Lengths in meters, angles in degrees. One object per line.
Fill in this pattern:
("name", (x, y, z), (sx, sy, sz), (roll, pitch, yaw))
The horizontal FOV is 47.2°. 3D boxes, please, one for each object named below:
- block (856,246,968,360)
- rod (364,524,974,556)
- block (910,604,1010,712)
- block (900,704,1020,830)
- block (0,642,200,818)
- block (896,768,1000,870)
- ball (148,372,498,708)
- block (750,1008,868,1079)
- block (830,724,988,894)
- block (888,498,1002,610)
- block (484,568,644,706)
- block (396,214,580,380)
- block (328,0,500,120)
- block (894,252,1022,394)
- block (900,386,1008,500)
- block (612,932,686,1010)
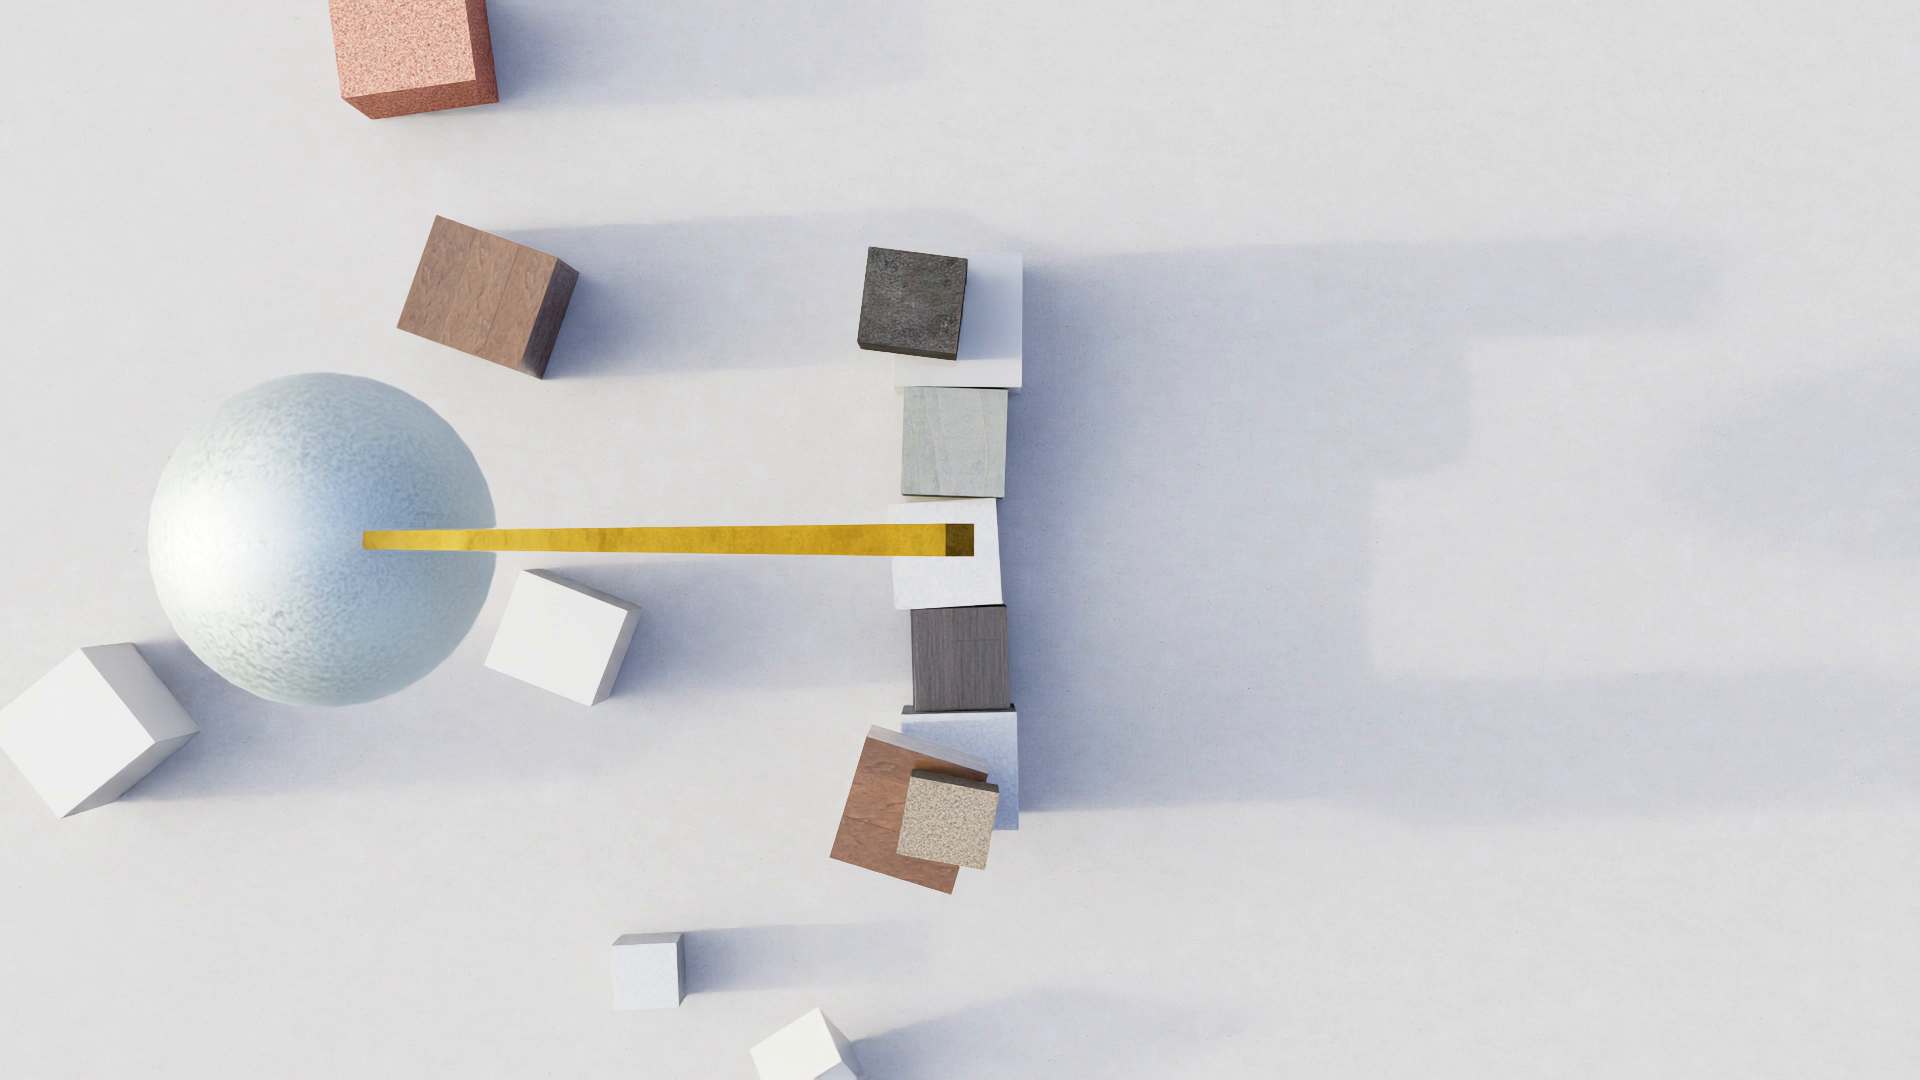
("block", (-0.257, -1.295, 12.106), (0.540, 0.473, 0.519), (7, 90, 0))
("rod", (-1.305, 0.000, 7.521), (0.080, 5.200, 0.080), (0, 90, -30))
("block", (0.001, 0.676, 12.734), (0.548, 0.532, 0.578), (-2, 90, 0))
("block", (0.000, 1.300, 12.653), (0.649, 0.695, 0.658), (-1, 90, 0))
("block", (-4.964, 1.079, 12.628), (0.685, 0.743, 0.676), (-39, 90, 0))
("block", (-0.062, 1.437, 11.341), (0.458, 0.394, 0.398), (11, 90, 0))
("ball", (-3.012, 0.000, 10.461), (1.600, 1.600, 1.600), (0, 90, 0))
("block", (-0.853, 3.075, 12.692), (0.465, 0.412, 0.459), (-32, 134, 0))
("block", (-0.268, 1.447, 11.922), (0.670, 0.768, 0.664), (17, 90, 0))
("block", (-0.083, 0.079, 12.725), (0.608, 0.551, 0.599), (-4, 90, 0))
("block", (-2.275, 0.553, 12.689), (0.643, 0.622, 0.578), (21, 90, 0))
("block", (-2.700, -1.382, 12.645), (0.721, 0.710, 0.672), (19, 90, 0))
("block", (-3.144, -2.849, 12.683), (0.763, 0.633, 0.631), (-8, 90, 0))
("block", (-0.010, -1.240, 12.671), (0.716, 0.657, 0.758), (0, 90, 0))
("block", (-0.032, -0.550, 12.655), (0.581, 0.689, 0.601), (2, 90, 0))
("block", (-1.809, 2.510, 12.819), (0.372, 0.362, 0.372), (-3, 90, 0))
